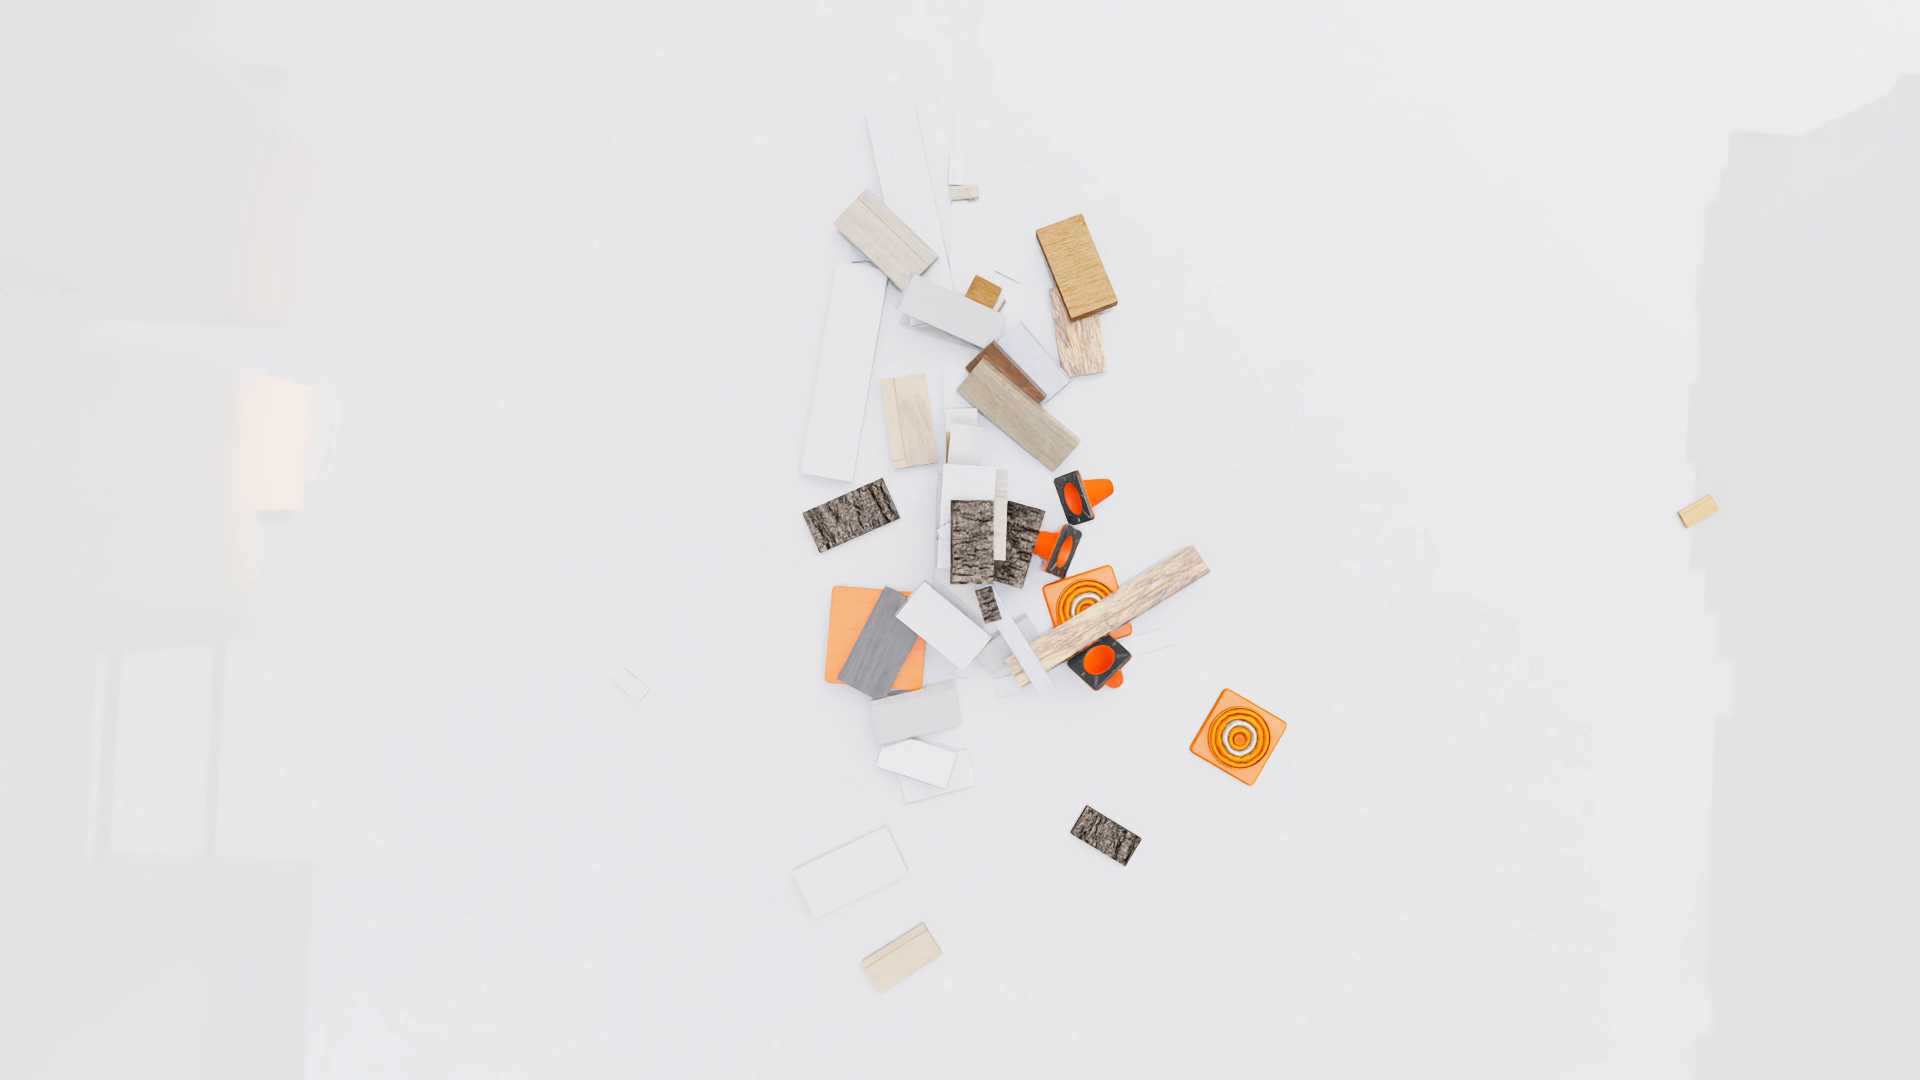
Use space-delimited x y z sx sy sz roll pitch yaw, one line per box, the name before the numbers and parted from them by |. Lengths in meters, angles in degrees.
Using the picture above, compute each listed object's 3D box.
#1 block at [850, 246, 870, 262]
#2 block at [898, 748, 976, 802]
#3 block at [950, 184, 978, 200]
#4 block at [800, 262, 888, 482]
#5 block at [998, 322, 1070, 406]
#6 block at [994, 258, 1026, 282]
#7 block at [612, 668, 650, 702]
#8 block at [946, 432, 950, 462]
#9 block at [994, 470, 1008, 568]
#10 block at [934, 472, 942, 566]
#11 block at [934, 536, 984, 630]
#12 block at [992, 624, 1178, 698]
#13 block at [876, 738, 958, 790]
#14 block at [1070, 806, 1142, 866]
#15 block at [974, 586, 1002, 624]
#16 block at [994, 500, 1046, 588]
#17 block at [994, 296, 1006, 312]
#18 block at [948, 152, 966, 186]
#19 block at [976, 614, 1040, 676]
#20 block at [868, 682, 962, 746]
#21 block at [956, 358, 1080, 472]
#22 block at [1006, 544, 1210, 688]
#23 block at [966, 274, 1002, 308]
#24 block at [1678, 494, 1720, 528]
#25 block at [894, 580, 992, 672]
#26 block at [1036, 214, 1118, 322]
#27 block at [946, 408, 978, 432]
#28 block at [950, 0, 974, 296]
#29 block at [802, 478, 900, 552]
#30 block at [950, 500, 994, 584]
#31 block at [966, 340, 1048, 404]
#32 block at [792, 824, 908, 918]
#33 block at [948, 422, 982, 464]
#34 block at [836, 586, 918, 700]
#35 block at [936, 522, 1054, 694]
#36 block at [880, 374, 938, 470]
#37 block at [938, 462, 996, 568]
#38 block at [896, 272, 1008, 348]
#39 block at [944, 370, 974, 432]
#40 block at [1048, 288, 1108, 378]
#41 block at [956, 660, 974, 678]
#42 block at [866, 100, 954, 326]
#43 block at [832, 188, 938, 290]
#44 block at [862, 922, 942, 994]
block | -0.309 -0.955 5.493 0.104 0.015 0.052 -4 90 0
block | -0.077 0.782 5.483 0.242 0.034 0.121 -15 90 0
block | 0.015 -1.154 5.479 0.093 0.013 0.046 -5 90 0
block | -0.382 -0.556 5.476 0.172 0.049 0.709 10 90 0
block | 0.237 -0.583 5.459 0.127 0.036 0.255 -40 90 23
block | 0.168 -0.897 5.493 0.093 0.013 0.046 26 90 0
block | -1.094 0.483 5.492 0.113 0.016 0.056 39 90 0
block | 0.004 -0.255 5.450 0.102 0.029 0.203 0 108 0
block | 0.123 -0.067 5.395 0.042 0.149 0.299 3 78 -4
block | 0.005 -0.054 5.418 0.169 0.048 0.338 2 111 0
block | 0.000 0.162 5.432 0.169 0.048 0.338 2 105 0
block | 0.419 0.403 5.491 0.630 0.017 0.061 -17 90 0
block | -0.142 0.729 5.450 0.242 0.034 0.121 17 76 9
block | 0.485 0.983 5.485 0.212 0.030 0.106 31 90 0
block | 0.091 0.209 5.310 0.056 0.016 0.113 -17 100 2
block | 0.183 0.015 5.442 0.134 0.038 0.268 17 90 40
block | 0.121 -0.760 5.476 0.013 0.046 0.093 32 90 12
block | -0.009 -1.231 5.478 0.052 0.015 0.104 3 90 0
block | 0.159 0.345 5.463 0.212 0.030 0.106 -34 116 0
block | -0.148 0.571 5.424 0.291 0.041 0.145 -12 117 -10
block | 0.193 -0.412 5.437 0.422 0.038 0.134 39 114 -5
block | 0.484 0.249 5.420 0.727 0.030 0.106 -31 70 -1
block | 0.050 -0.762 5.444 0.102 0.029 0.203 21 100 -38
block | 2.458 -0.097 5.491 0.121 0.017 0.061 -30 90 0
block | -0.055 0.279 5.375 0.291 0.041 0.145 40 90 -12
block | 0.384 -0.899 5.444 0.163 0.046 0.326 -20 79 -2
block | 0.006 -0.336 5.463 0.102 0.029 0.203 -1 103 0
block | 0.007 -1.352 5.493 0.052 0.015 1.105 2 90 0
block | -0.361 -0.082 5.479 0.291 0.041 0.145 -24 90 0
block | 0.039 0.007 5.267 0.134 0.038 0.268 0 92 -14
block | 0.152 -0.524 5.442 0.255 0.036 0.127 45 113 -8
block | -0.363 1.099 5.476 0.344 0.049 0.172 -25 90 0
block | 0.013 -0.277 5.385 0.102 0.029 0.203 6 106 -1
block | -0.248 0.341 5.413 0.172 0.049 0.344 28 93 -2
block | 0.116 0.219 5.328 0.056 0.016 0.638 -31 99 5
block | -0.168 -0.394 5.479 0.149 0.042 0.299 -9 90 0
block | 0.021 -0.074 5.329 0.169 0.048 0.338 4 97 0
block | -0.027 -0.742 5.373 0.361 0.036 0.127 21 100 -27
block | -0.003 -0.465 5.486 0.102 0.029 0.203 -1 90 0
block | 0.392 -0.696 5.479 0.149 0.042 0.299 -9 90 0
block | 0.018 0.402 5.492 0.054 0.015 0.107 9 90 0
block | -0.156 -1.080 5.468 0.163 0.046 0.722 -12 90 6
block | -0.243 -0.985 5.428 0.326 0.046 0.163 44 92 3
block | -0.194 1.388 5.483 0.242 0.034 0.121 -32 90 0
